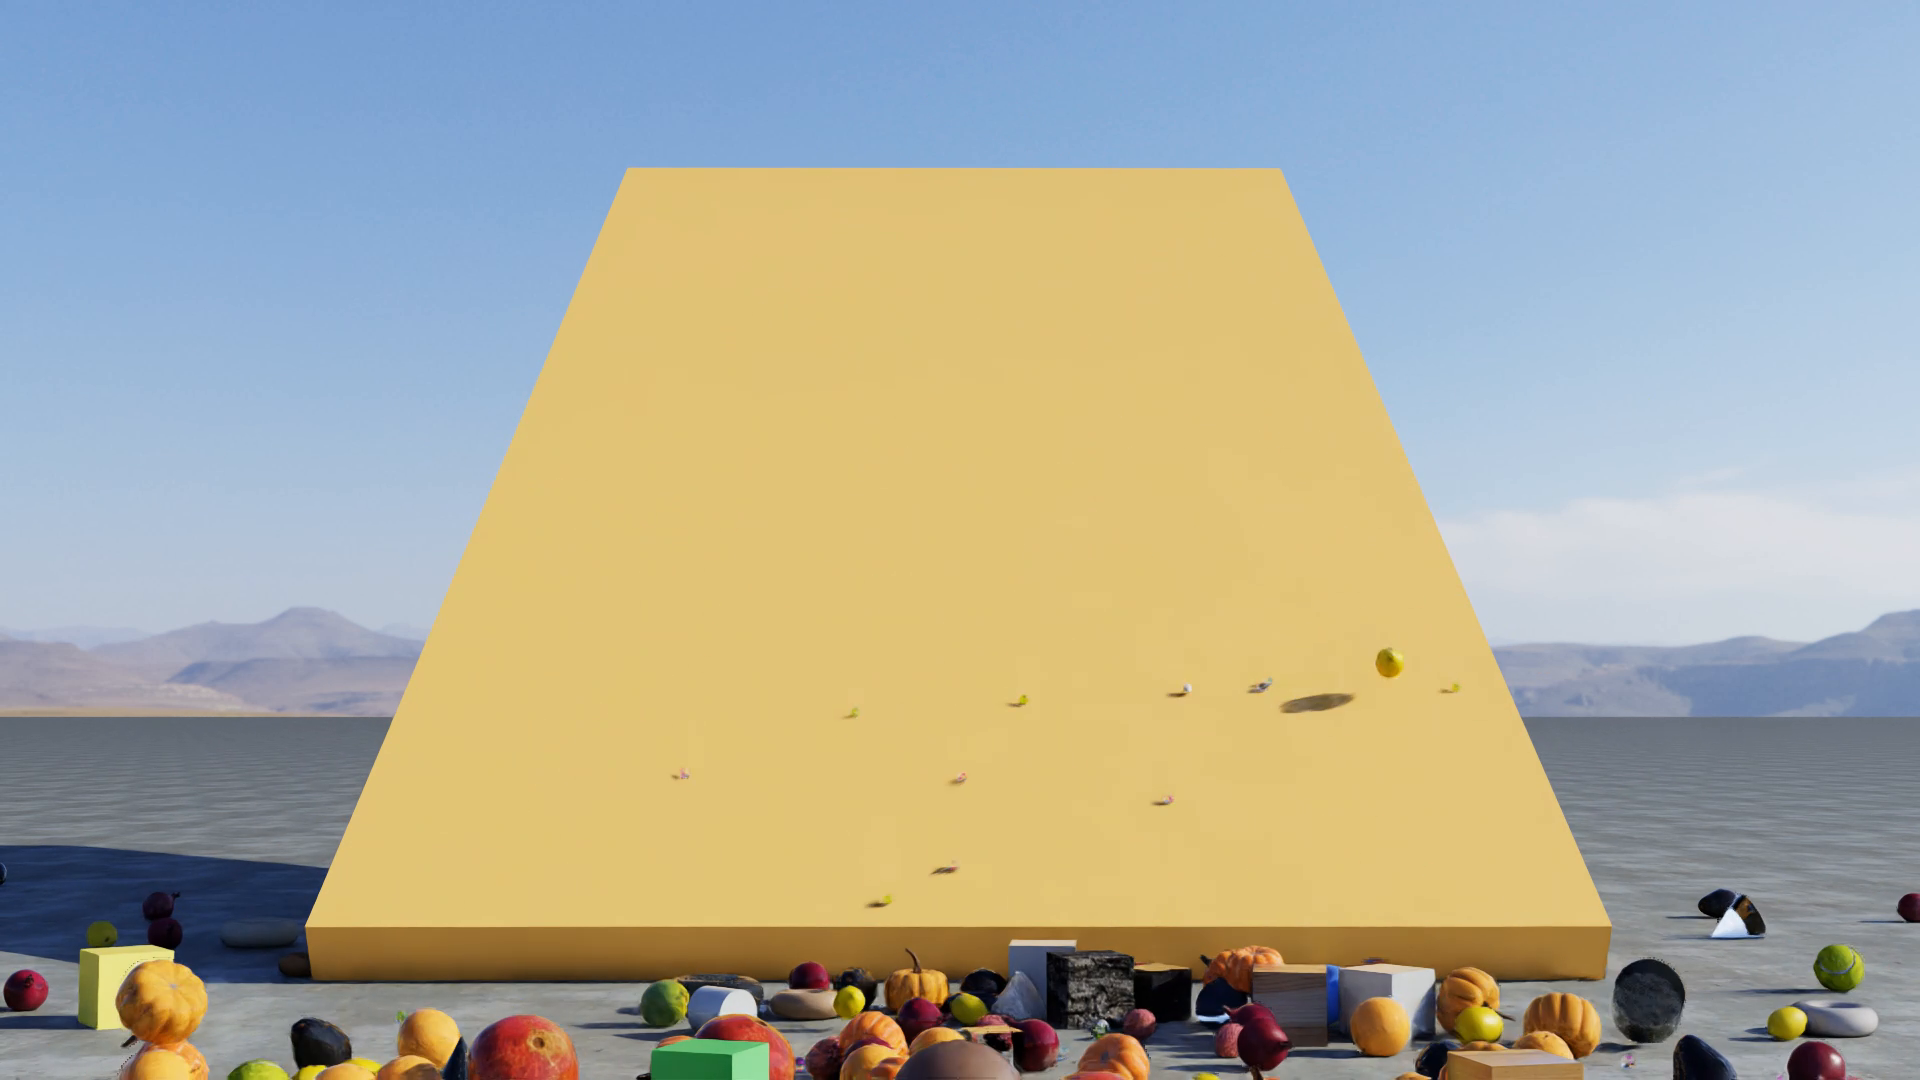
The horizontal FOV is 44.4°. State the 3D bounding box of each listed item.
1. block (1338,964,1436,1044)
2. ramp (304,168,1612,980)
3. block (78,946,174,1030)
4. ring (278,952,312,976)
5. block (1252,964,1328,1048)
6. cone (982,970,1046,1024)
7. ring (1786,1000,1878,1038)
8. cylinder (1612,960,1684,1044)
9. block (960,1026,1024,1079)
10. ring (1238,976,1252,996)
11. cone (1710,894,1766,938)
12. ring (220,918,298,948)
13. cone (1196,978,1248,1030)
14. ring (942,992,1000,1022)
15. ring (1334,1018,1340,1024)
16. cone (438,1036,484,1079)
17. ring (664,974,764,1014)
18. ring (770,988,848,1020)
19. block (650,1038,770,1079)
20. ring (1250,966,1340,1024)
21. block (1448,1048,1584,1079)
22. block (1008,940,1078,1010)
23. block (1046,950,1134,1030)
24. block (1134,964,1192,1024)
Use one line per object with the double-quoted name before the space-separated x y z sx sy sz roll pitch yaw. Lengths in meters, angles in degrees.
"block" 0.547 0.593 3.012 0.086 0.086 0.086 4 -5 -41
"ramp" -0.009 -0.229 5.421 2.000 0.100 4.000 0 26 0
"block" -1.116 0.597 3.145 0.097 0.097 0.097 3 -5 -35
"ring" -1.027 0.671 3.718 0.098 0.033 0.098 1 -5 0
"block" 0.417 0.587 2.970 0.091 0.091 0.091 -1 -4 9
"cone" 0.061 0.627 3.136 0.078 0.078 0.078 -31 -14 17
"ring" 1.130 0.620 3.047 0.112 0.037 0.112 0 -3 0
"cylinder" 0.852 0.573 2.913 0.083 0.083 0.083 -1 -28 12
"block" 0.035 0.582 2.659 0.056 0.056 0.056 2 -4 -21
"ring" 0.446 0.655 3.449 0.078 0.026 0.078 -1 -3 0
"cone" 1.420 0.712 4.330 0.088 0.088 0.088 -27 -1 -7
"ring" -1.244 0.698 4.177 0.136 0.045 0.136 -1 -3 0
"cone" 0.358 0.627 3.107 0.072 0.072 0.072 -2 -31 29
"ring" 0.024 0.633 3.195 0.098 0.033 0.098 1 -5 0
"ring" 0.537 0.624 3.170 0.143 0.048 0.143 1 -4 0
"cone" -0.517 0.554 2.437 0.081 0.081 0.081 0 -4 0
"ring" -0.343 0.632 3.270 0.139 0.046 0.139 1 -4 0
"ring" -0.206 0.632 3.205 0.106 0.035 0.106 -1 -6 0
"block" -0.245 0.542 2.313 0.087 0.087 0.087 -1 -4 19
"ring" 0.451 0.602 3.082 0.145 0.048 0.145 -18 8 2
"block" 0.520 0.531 2.200 0.092 0.092 0.092 1 -4 -14
"block" 0.117 0.610 3.291 0.092 0.092 0.092 0 -4 5
"block" 0.173 0.599 3.132 0.092 0.092 0.092 1 -4 -16
"block" 0.264 0.614 3.183 0.069 0.069 0.069 3 -5 -35
